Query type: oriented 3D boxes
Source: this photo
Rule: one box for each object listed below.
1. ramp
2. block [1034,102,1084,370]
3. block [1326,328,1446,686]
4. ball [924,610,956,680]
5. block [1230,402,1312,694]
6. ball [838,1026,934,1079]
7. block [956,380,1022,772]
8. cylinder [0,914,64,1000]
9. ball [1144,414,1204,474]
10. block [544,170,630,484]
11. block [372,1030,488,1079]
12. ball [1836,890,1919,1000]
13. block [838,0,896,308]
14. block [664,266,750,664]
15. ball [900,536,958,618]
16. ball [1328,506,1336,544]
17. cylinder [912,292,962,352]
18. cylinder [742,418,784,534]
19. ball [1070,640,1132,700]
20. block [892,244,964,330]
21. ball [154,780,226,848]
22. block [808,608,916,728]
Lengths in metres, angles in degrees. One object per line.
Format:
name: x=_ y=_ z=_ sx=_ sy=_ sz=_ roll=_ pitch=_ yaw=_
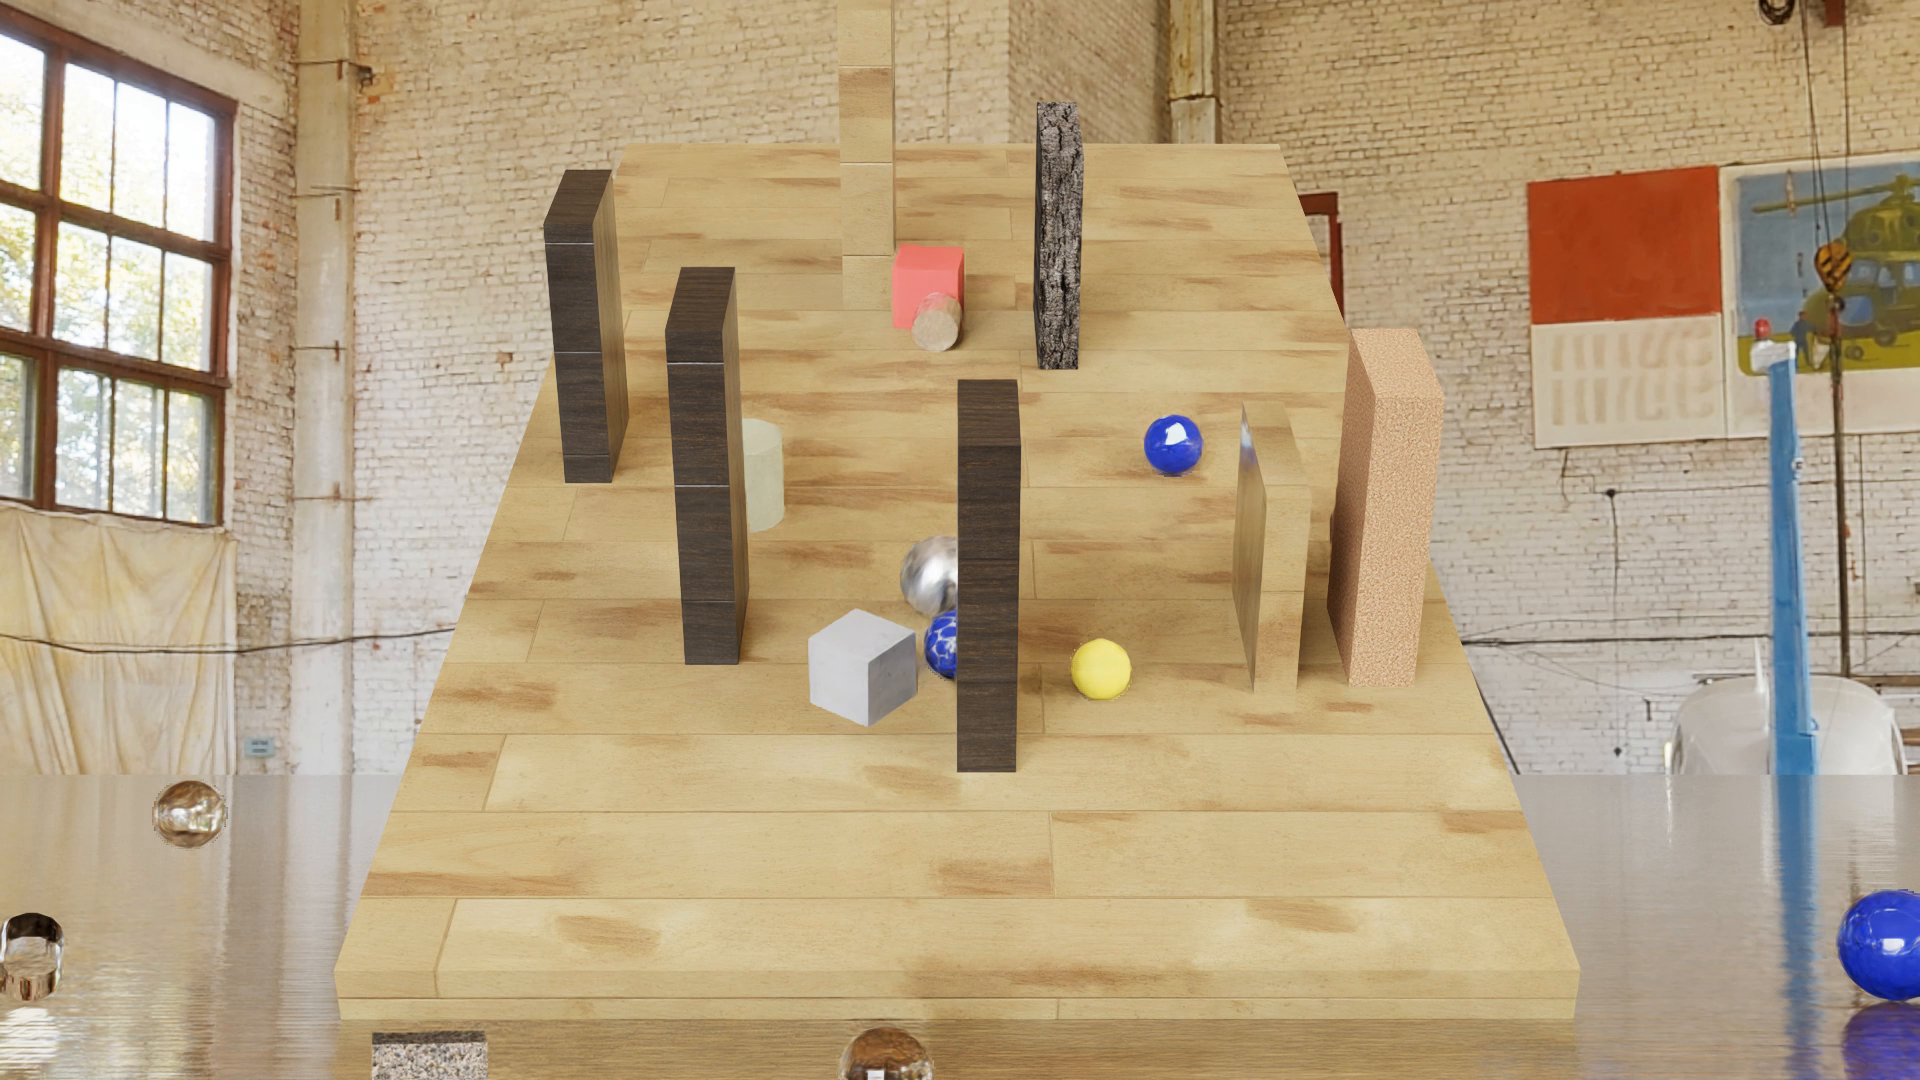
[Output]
ramp: x=-0.012 y=-0.220 z=5.619 sx=2.000 sy=0.100 sz=4.000 roll=0 pitch=29 yaw=0
block: x=0.241 y=-0.755 z=5.925 sx=0.098 sy=0.550 sz=0.399 roll=0 pitch=29 yaw=0
block: x=0.809 y=-0.061 z=4.585 sx=0.125 sy=0.612 sz=0.309 roll=0 pitch=29 yaw=0
ball: x=-0.003 y=0.201 z=4.598 sx=0.135 sy=0.135 sz=0.135 roll=0 pitch=-5 yaw=0
block: x=0.601 y=0.009 z=4.655 sx=0.081 sy=0.420 sz=0.416 roll=0 pitch=29 yaw=0
ball: x=-0.086 y=0.615 z=2.753 sx=0.110 sy=0.110 sz=0.110 roll=0 pitch=-5 yaw=0
block: x=0.048 y=0.068 z=4.295 sx=0.106 sy=0.659 sz=0.269 roll=0 pitch=29 yaw=0
cylinder: x=-1.619 y=0.725 z=4.166 sx=0.108 sy=0.108 sz=0.108 roll=2 pitch=27 yaw=-20
ball: x=0.478 y=-0.214 z=5.365 sx=0.135 sy=0.135 sz=0.135 roll=0 pitch=-5 yaw=0
block: x=-0.828 y=-0.477 z=5.339 sx=0.104 sy=0.613 sz=0.339 roll=0 pitch=29 yaw=0
block: x=-0.570 y=0.593 z=2.563 sx=0.118 sy=0.118 sz=0.118 roll=1 pitch=-6 yaw=-14
ball: x=1.645 y=0.713 z=4.215 sx=0.193 sy=0.193 sz=0.193 roll=0 pitch=-5 yaw=0
block: x=-0.236 y=-1.040 z=6.198 sx=0.131 sy=0.787 sz=0.394 roll=0 pitch=29 yaw=0
block: x=-0.483 y=-0.140 z=4.624 sx=0.103 sy=0.707 sz=0.305 roll=0 pitch=29 yaw=0
ball: x=-0.037 y=0.075 z=4.795 sx=0.168 sy=0.168 sz=0.168 roll=0 pitch=-5 yaw=0
ball: x=0.856 y=-0.022 z=4.896 sx=0.201 sy=0.201 sz=0.201 roll=0 pitch=-5 yaw=0
cylinder: x=-0.056 y=-0.546 z=5.995 sx=0.114 sy=0.114 sz=0.114 roll=-1 pitch=28 yaw=7
cylinder: x=-0.474 y=-0.139 z=5.166 sx=0.187 sy=0.187 sz=0.187 roll=0 pitch=29 yaw=0
ball: x=0.267 y=0.245 z=4.539 sx=0.115 sy=0.115 sz=0.115 roll=0 pitch=-5 yaw=0
block: x=-0.079 y=-0.644 z=6.123 sx=0.165 sy=0.165 sz=0.165 roll=3 pitch=29 yaw=5
ball: x=-1.622 y=0.577 z=5.040 sx=0.143 sy=0.143 sz=0.143 roll=0 pitch=-5 yaw=0
block: x=-0.184 y=0.240 z=4.517 sx=0.143 sy=0.143 sz=0.143 roll=20 pitch=34 yaw=32
